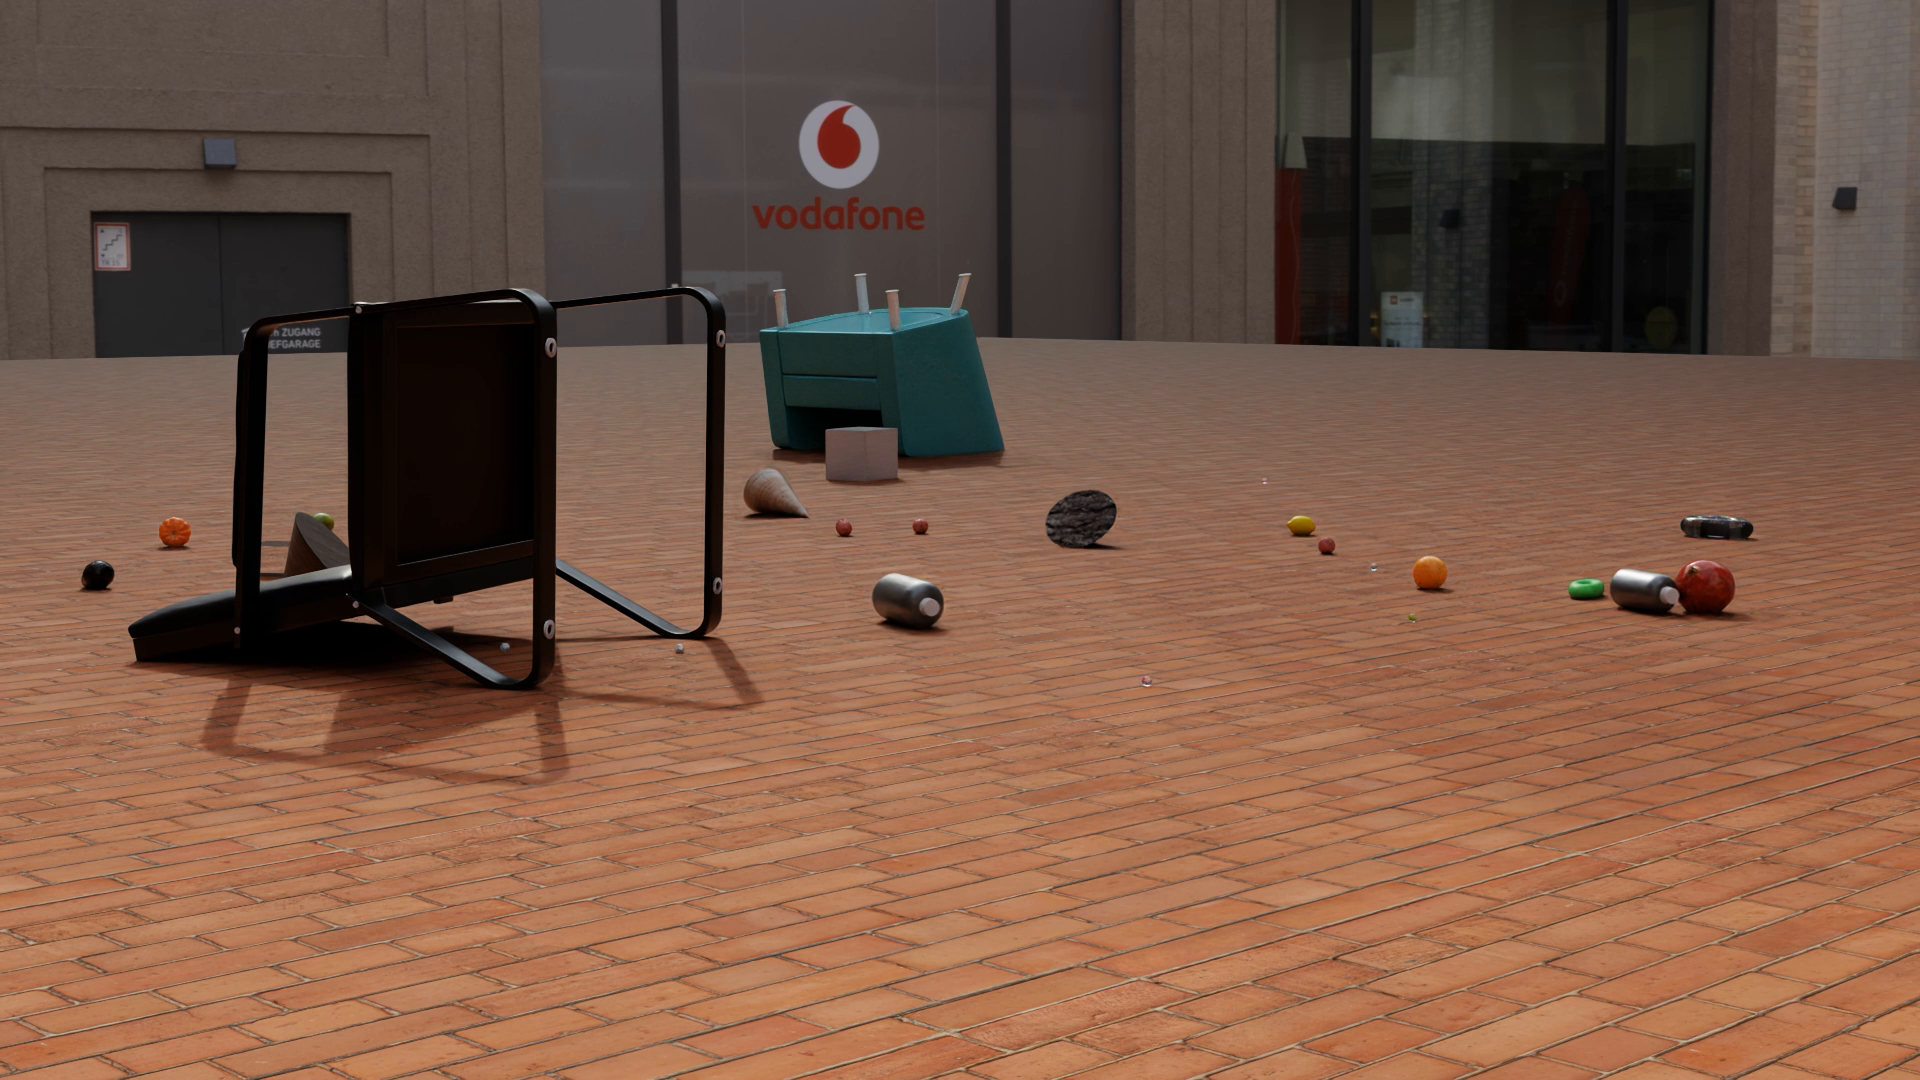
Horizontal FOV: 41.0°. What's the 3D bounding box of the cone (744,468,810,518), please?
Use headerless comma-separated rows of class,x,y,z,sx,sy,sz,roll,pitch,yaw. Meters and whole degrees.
cone,-0.474,-0.098,7.057,0.201,0.130,0.161,31,9,41

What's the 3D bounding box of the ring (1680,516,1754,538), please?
ring,1.913,-0.032,6.486,0.184,0.050,0.110,5,9,33

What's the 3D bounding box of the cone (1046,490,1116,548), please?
cone,0.313,-0.023,6.311,0.185,0.178,0.097,-2,-38,25

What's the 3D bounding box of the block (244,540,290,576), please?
block,-1.510,0.041,5.683,0.111,0.067,0.110,1,6,12

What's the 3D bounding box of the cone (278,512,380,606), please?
cone,-1.304,0.084,5.131,0.156,0.226,0.291,-38,-19,1

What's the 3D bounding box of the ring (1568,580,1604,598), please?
ring,1.290,0.101,5.281,0.066,0.031,0.126,5,8,30

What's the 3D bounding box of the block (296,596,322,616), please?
block,-1.277,0.128,5.033,0.045,0.027,0.076,-1,6,-12

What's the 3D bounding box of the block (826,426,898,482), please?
block,-0.319,-0.281,8.345,0.157,0.162,0.184,4,7,33
